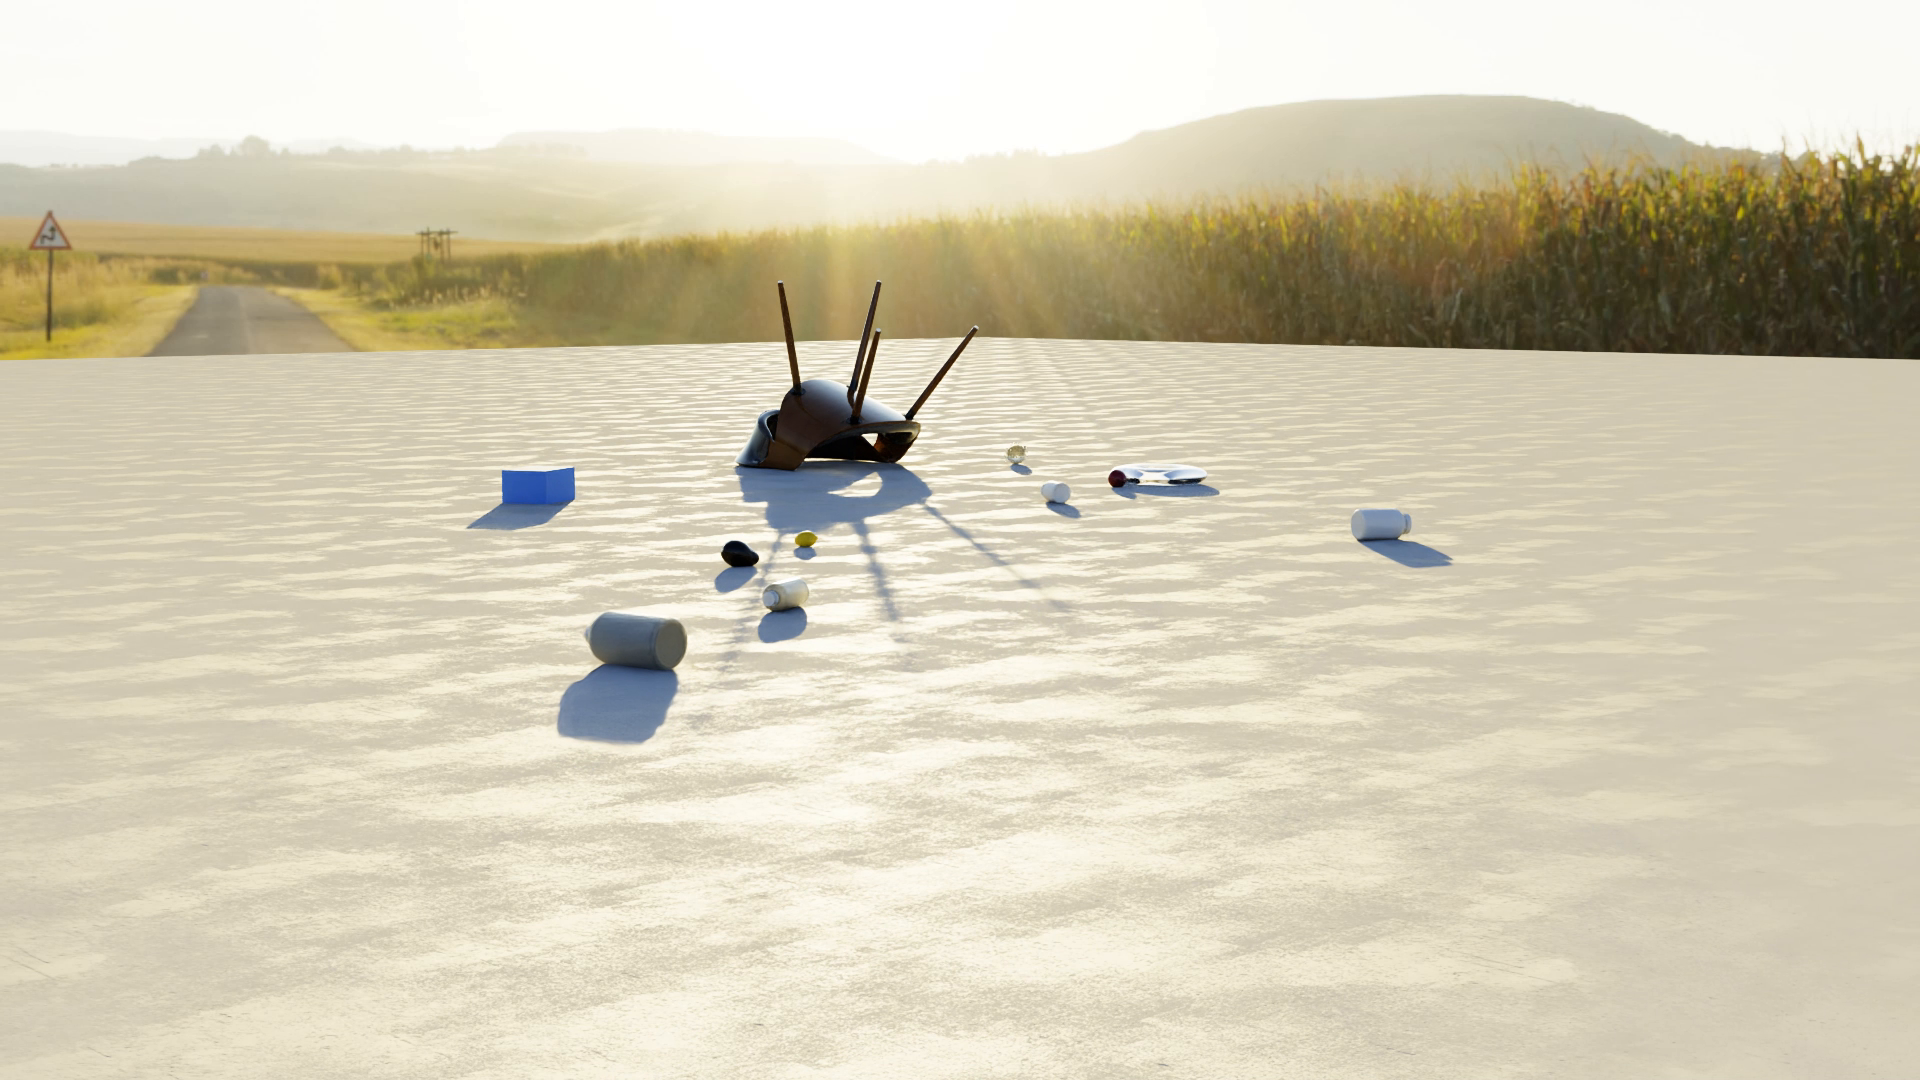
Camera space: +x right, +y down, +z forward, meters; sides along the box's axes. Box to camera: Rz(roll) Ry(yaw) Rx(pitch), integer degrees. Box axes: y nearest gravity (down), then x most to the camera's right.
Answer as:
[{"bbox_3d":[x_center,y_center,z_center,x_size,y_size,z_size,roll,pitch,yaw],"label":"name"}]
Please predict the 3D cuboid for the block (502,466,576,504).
[{"bbox_3d":[-1.234,-0.162,7.517,0.143,0.096,0.181,2,6,19],"label":"block"}]

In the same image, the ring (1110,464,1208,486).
[{"bbox_3d":[0.633,-0.209,8.182,0.258,0.053,0.363,-5,7,-38],"label":"ring"}]

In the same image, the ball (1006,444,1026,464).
[{"bbox_3d":[0.197,-0.301,9.007,0.067,0.067,0.067,0,6,0],"label":"ball"}]
